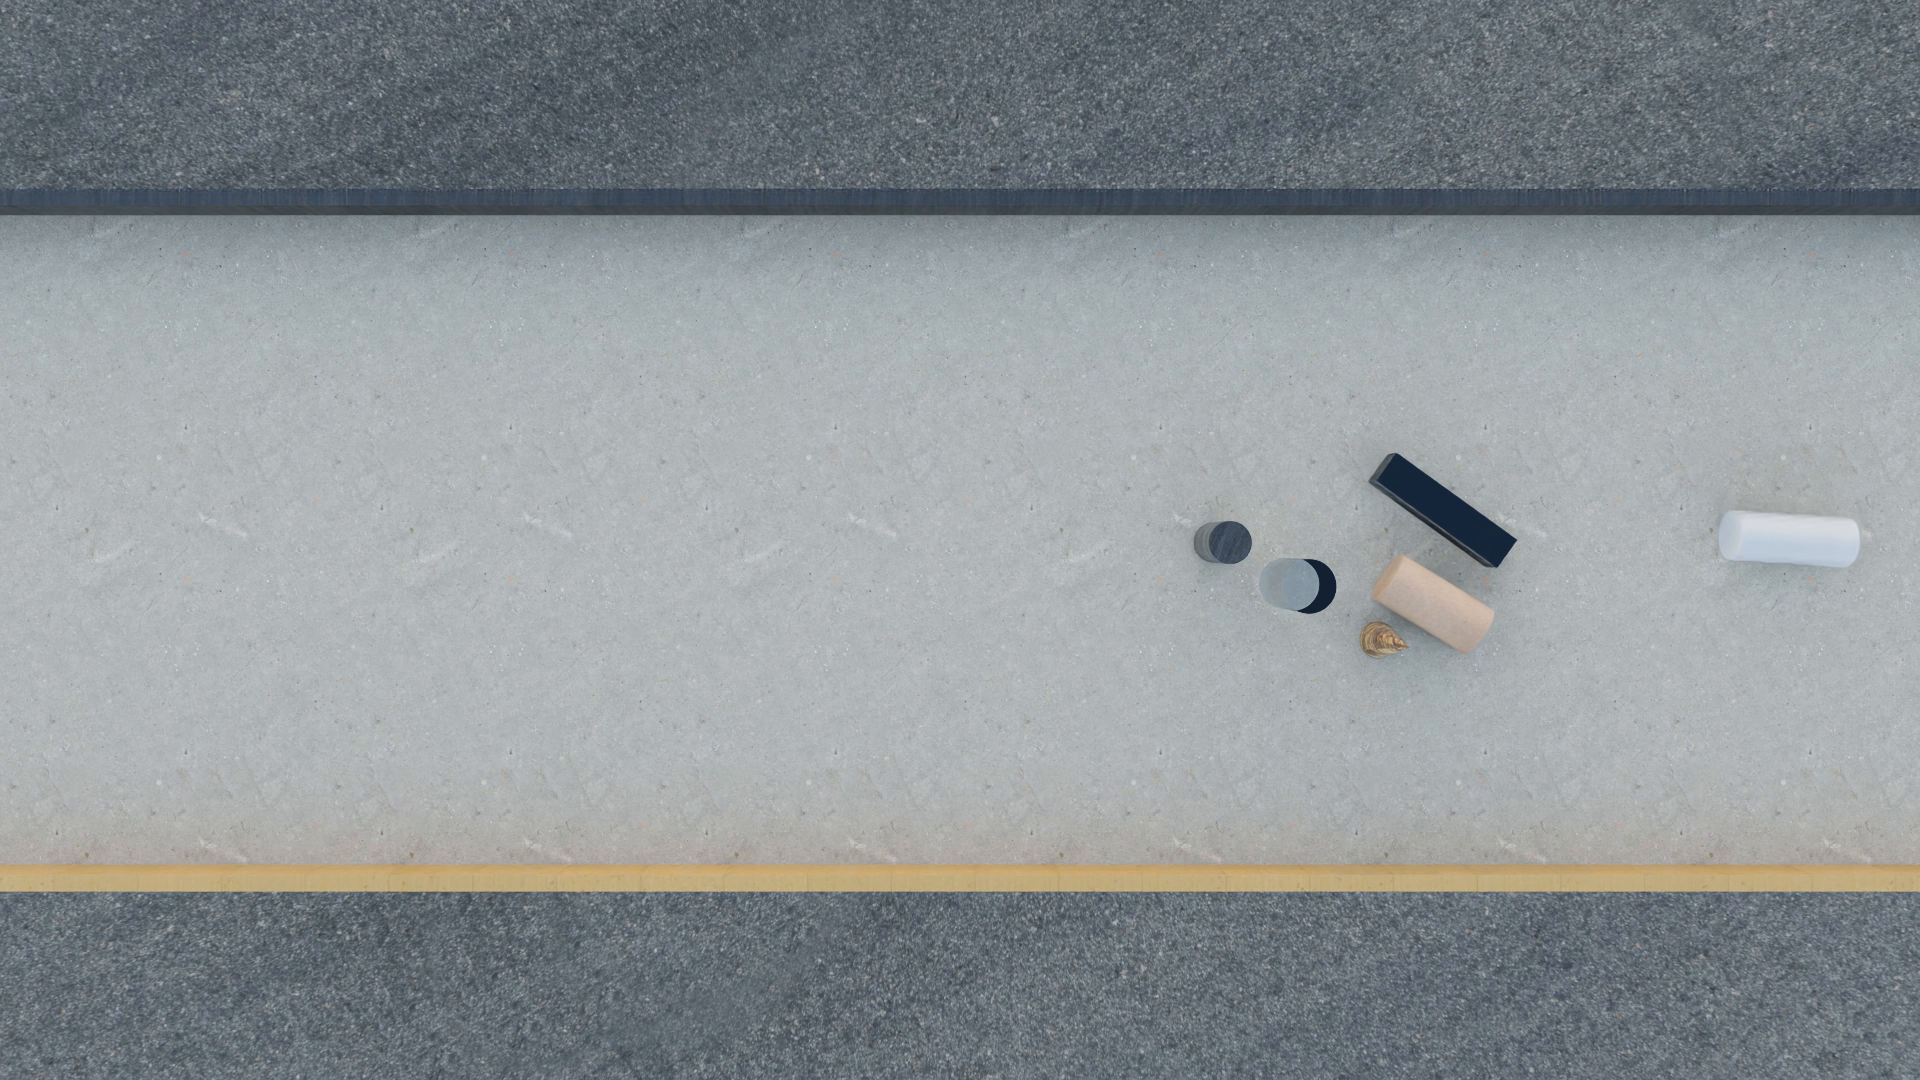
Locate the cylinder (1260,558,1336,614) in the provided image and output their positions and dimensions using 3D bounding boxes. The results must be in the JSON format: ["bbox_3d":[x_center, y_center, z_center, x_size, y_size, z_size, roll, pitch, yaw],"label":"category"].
[{"bbox_3d":[1.000,0.133,4.899,0.158,0.355,0.158,0,90,0],"label":"cylinder"}]

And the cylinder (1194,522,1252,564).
[{"bbox_3d":[0.782,0.007,4.923,0.125,0.308,0.125,0,90,0],"label":"cylinder"}]

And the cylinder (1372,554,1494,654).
[{"bbox_3d":[1.432,0.193,4.996,0.320,0.161,0.161,32,90,0],"label":"cylinder"}]

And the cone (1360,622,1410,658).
[{"bbox_3d":[1.287,0.308,4.900,0.114,0.353,0.114,0,90,0],"label":"cone"}]

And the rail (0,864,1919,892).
[{"bbox_3d":[-2.247,1.025,5.001,12.000,0.150,0.050,0,90,0],"label":"rail"}]

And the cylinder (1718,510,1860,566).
[{"bbox_3d":[2.512,-0.005,5.002,0.353,0.150,0.150,4,90,0],"label":"cylinder"}]

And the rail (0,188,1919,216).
[{"bbox_3d":[-2.247,-1.025,5.002,12.000,0.150,0.050,0,90,0],"label":"rail"}]

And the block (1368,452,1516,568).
[{"bbox_3d":[1.468,-0.090,5.024,0.450,0.105,0.105,36,90,0],"label":"block"}]
